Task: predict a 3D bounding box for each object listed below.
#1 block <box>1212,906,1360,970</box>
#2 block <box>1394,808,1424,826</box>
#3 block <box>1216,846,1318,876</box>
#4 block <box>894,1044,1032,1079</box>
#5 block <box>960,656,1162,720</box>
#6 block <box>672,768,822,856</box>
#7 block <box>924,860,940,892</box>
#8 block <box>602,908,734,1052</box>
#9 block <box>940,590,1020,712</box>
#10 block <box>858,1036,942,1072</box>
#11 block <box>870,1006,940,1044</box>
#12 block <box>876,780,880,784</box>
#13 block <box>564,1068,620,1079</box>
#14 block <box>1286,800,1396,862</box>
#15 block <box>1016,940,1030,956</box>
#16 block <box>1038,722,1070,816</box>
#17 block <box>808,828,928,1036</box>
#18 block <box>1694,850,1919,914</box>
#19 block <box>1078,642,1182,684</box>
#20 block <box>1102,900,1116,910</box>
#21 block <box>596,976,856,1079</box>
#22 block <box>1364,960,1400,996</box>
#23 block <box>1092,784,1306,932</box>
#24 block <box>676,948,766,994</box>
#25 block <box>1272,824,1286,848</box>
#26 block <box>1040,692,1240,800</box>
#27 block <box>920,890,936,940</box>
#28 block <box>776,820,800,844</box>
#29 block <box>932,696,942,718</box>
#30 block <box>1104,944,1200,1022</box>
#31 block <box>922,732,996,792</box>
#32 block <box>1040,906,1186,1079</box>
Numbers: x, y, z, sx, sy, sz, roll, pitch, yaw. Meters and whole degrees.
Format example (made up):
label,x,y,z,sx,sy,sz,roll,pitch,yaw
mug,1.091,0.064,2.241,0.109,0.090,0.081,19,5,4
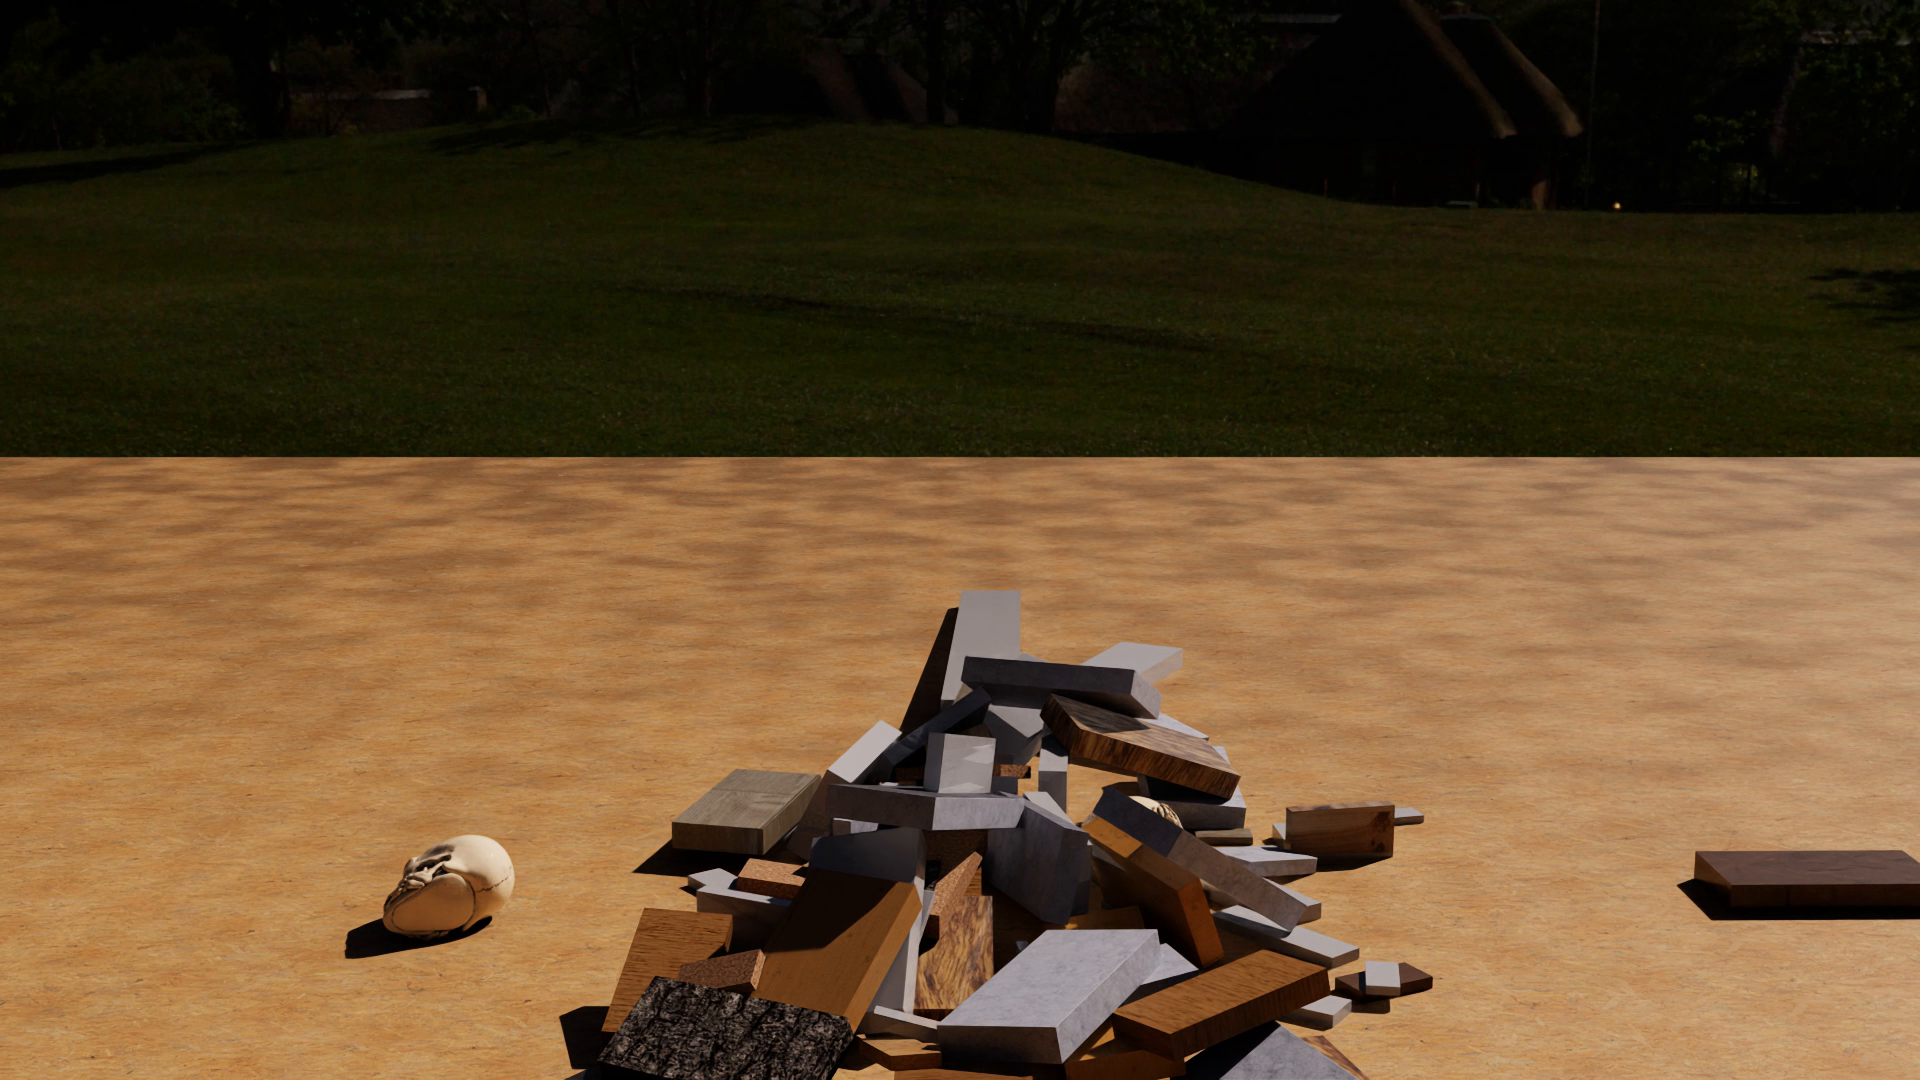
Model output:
label,x,y,z,sx,sy,sz,roll,pitch,yaw
block,0.506,0.621,3.449,0.065,0.018,0.251,-9,14,-40
block,0.798,0.511,4.056,0.101,0.014,0.050,-3,11,-14
block,0.510,0.545,3.734,0.190,0.027,0.095,6,3,-45
block,0.003,0.690,2.777,0.170,0.048,0.340,0,-3,-1
block,0.188,0.274,4.078,0.334,0.047,0.167,3,-19,24
block,-0.379,0.486,3.956,0.167,0.047,0.334,3,11,14
block,-0.058,0.508,3.302,0.045,0.013,0.091,3,21,7
block,-0.412,0.626,3.121,0.131,0.037,0.263,4,30,4
block,0.062,0.248,5.127,0.156,0.044,1.522,0,7,2
block,-0.078,0.660,2.830,0.067,0.019,0.140,1,-4,-19
block,-0.050,0.648,2.917,0.134,0.019,0.067,14,-3,2
block,-0.137,0.428,4.198,0.093,0.026,0.186,-11,-19,-47
block,-0.465,0.727,2.884,0.125,0.018,0.063,8,13,37
block,0.663,0.510,3.839,0.190,0.095,0.027,-2,11,-11
block,0.102,0.641,3.217,0.018,0.065,0.130,-2,11,-9
block,0.171,0.445,3.978,0.049,0.173,0.398,1,11,4
block,-0.144,0.562,3.168,0.167,0.047,0.334,-8,40,11
block,1.427,0.567,3.659,0.354,0.048,0.170,0,11,-1
block,0.390,0.298,5.119,0.156,0.044,0.312,5,12,26
block,0.285,0.598,3.587,0.097,0.014,0.049,8,13,37
block,-0.310,0.675,2.911,0.307,0.043,0.153,6,40,28
block,0.621,0.645,3.235,0.049,0.014,0.097,2,11,9
block,0.372,0.493,3.393,0.346,0.049,0.173,35,-5,-40
block,-0.336,0.607,3.050,0.125,0.018,0.063,-14,31,19
block,0.657,0.530,3.923,0.182,0.026,0.091,-1,11,-5
block,0.329,0.376,4.018,0.340,0.048,0.170,18,12,-22
block,-0.070,0.549,3.209,0.045,0.013,0.091,6,44,15
block,-0.343,0.511,4.023,0.093,0.026,0.186,2,11,11
block,0.000,0.380,4.705,0.120,0.034,0.239,0,11,-1
block,0.181,0.622,3.017,0.272,0.037,0.131,-12,8,-13
block,0.001,0.358,3.516,0.026,0.091,0.307,5,-5,16
block,0.209,0.642,3.129,0.153,0.043,0.584,-10,8,1
